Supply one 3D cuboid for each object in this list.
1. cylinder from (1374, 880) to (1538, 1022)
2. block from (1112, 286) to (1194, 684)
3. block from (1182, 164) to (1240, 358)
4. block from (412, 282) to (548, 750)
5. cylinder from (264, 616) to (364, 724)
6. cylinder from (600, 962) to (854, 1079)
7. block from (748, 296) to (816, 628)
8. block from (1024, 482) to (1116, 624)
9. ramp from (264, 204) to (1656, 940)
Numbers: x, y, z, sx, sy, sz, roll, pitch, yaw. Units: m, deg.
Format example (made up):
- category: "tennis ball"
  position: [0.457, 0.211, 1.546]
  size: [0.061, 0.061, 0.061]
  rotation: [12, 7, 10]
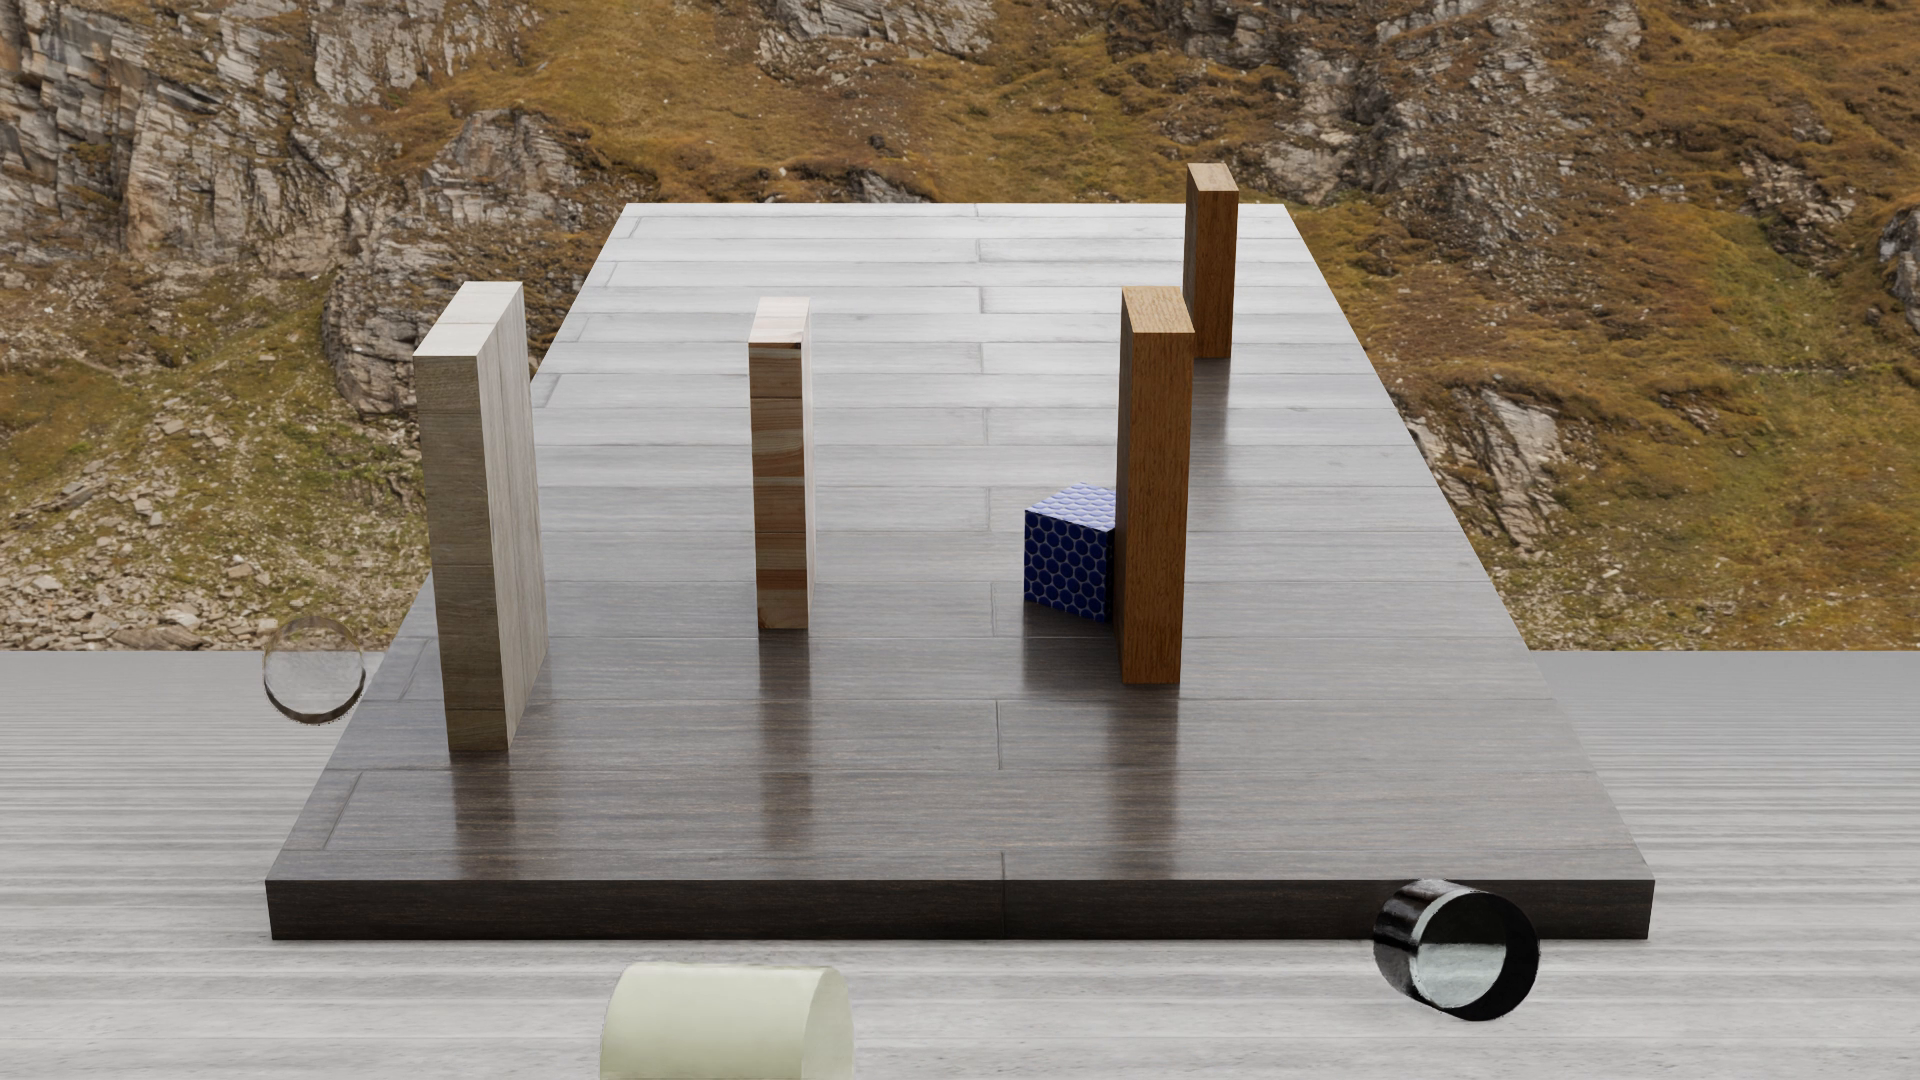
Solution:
- category: "cylinder"
  position: [0.579, 0.478, 2.694]
  size: [0.147, 0.147, 0.147]
  rotation: [0, -3, -10]
- category: "block"
  position: [0.325, -0.095, 3.914]
  size: [0.098, 0.621, 0.267]
  rotation: [0, 22, 0]
- category: "block"
  position: [0.611, -0.688, 5.643]
  size: [0.095, 0.412, 0.283]
  rotation: [0, 22, 0]
- category: "block"
  position: [-0.770, -0.045, 3.737]
  size: [0.095, 0.660, 0.401]
  rotation: [0, 22, 0]
- category: "cylinder"
  position: [-1.111, 0.222, 3.953]
  size: [0.165, 0.165, 0.165]
  rotation: [1, 5, -17]
- category: "cylinder"
  position: [-0.188, 0.432, 1.887]
  size: [0.166, 0.166, 0.166]
  rotation: [-1, -3, 12]
- category: "block"
  position: [-0.316, -0.141, 4.140]
  size: [0.090, 0.534, 0.274]
  rotation: [0, 22, 0]
- category: "block"
  position: [0.242, 0.021, 4.218]
  size: [0.178, 0.178, 0.178]
  rotation: [16, 27, 34]
- category: "ramp"
  position: [-0.007, -0.222, 5.177]
  size: [2.000, 0.100, 4.000]
  rotation: [0, 22, 0]
